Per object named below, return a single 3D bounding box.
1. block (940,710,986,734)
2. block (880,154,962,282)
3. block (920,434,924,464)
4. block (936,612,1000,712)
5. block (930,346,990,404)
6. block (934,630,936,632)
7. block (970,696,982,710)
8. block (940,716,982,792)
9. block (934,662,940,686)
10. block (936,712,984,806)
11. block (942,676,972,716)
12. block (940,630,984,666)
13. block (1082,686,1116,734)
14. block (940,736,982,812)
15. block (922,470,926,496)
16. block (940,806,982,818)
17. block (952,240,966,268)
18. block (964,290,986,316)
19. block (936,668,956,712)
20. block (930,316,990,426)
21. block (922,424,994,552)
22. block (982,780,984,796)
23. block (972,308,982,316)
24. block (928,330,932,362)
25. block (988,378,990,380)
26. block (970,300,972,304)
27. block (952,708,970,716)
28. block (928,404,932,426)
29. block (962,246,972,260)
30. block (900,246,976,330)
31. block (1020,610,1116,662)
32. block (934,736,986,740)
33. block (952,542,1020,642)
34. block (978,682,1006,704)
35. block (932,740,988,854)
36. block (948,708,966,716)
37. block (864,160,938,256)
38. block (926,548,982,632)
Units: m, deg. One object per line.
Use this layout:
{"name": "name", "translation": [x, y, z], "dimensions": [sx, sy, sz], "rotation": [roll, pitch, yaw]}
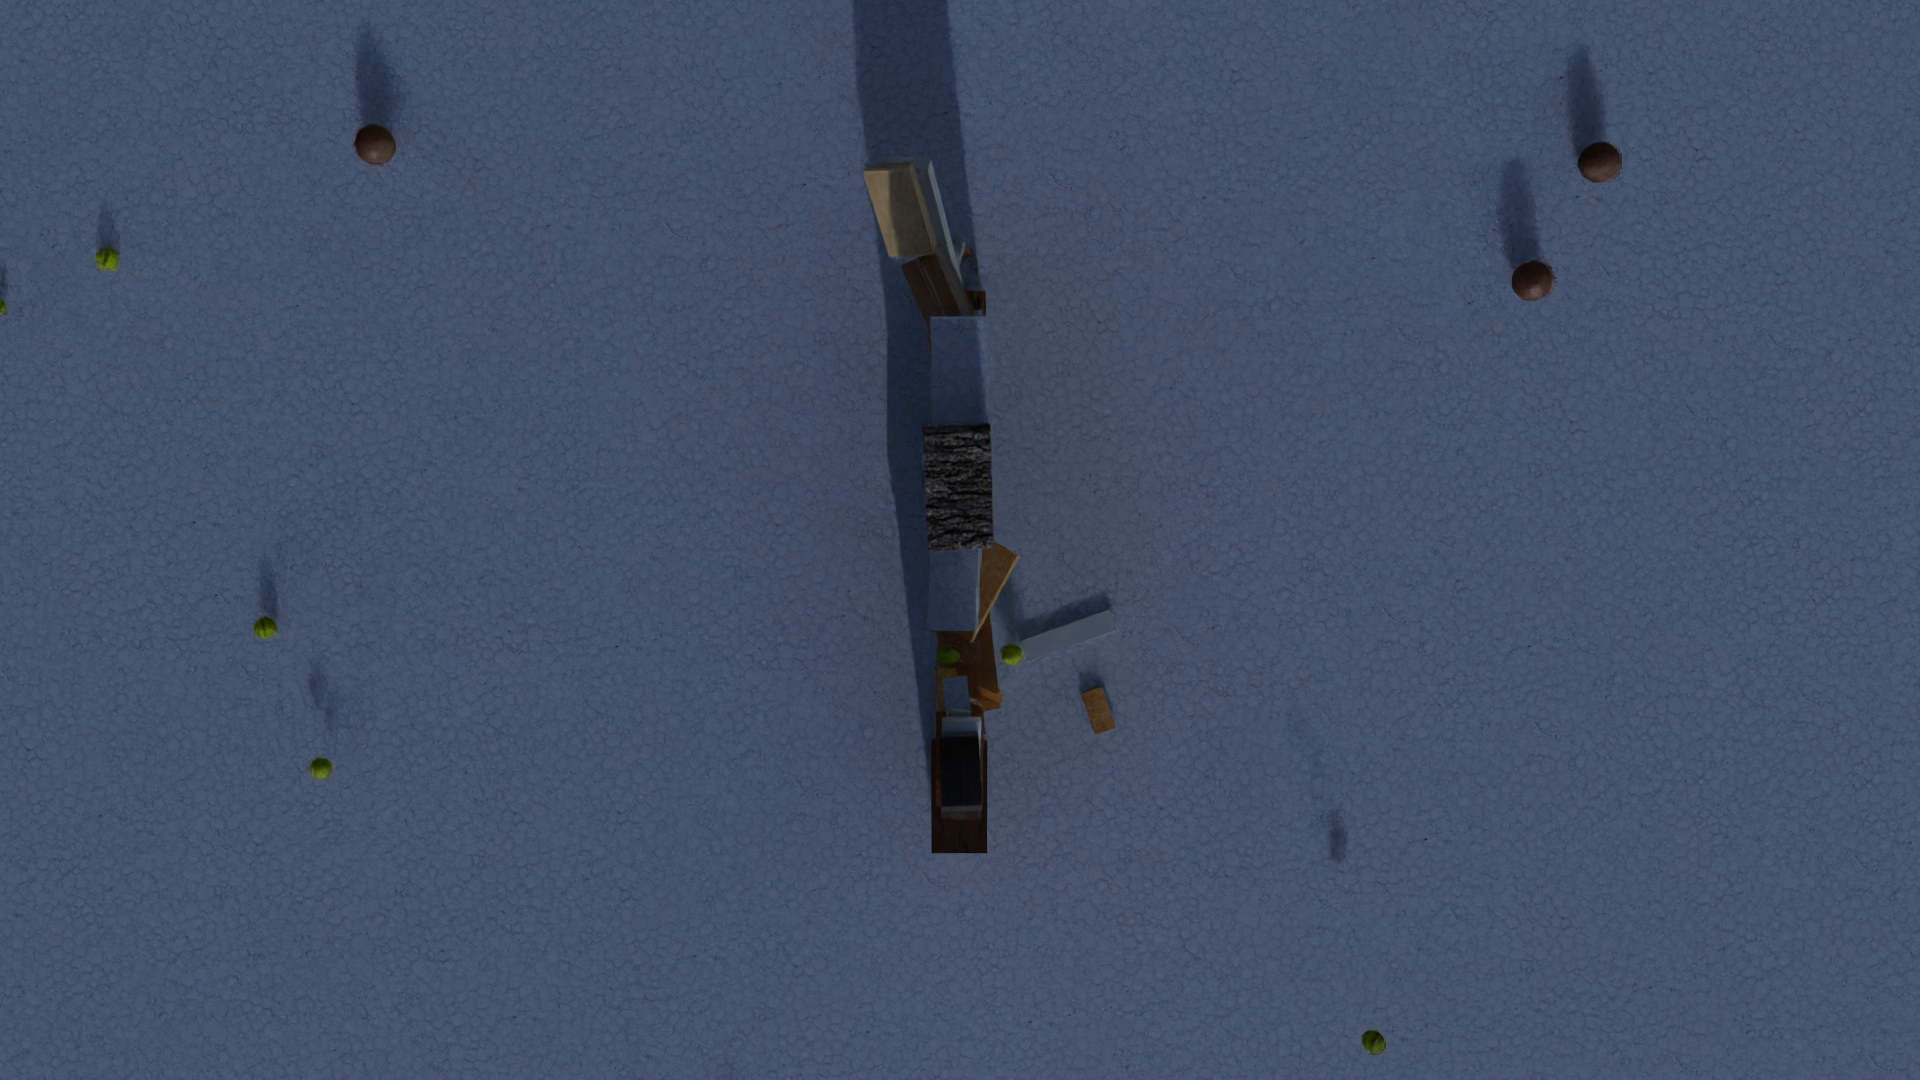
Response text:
{"name": "block", "translation": [0.006, 0.557, 5.089], "dimensions": [0.136, 0.516, 0.039], "rotation": [-7, 90, 0]}
{"name": "block", "translation": [-0.111, -0.948, 4.985], "dimensions": [0.143, 0.637, 0.041], "rotation": [9, 68, 13]}
{"name": "block", "translation": [-0.015, -0.239, 4.548], "dimensions": [0.178, 0.356, 0.050], "rotation": [-5, 82, 0]}
{"name": "block", "translation": [0.022, 0.363, 5.132], "dimensions": [0.171, 0.048, 0.341], "rotation": [-7, 90, 0]}
{"name": "block", "translation": [-0.001, -0.393, 4.751], "dimensions": [0.167, 0.047, 0.334], "rotation": [1, 90, 0]}
{"name": "block", "translation": [0.004, 0.229, 5.328], "dimensions": [0.171, 0.341, 0.048], "rotation": [0, 101, 0]}
{"name": "block", "translation": [0.017, 0.500, 5.038], "dimensions": [0.063, 0.127, 0.018], "rotation": [-14, 70, 15]}
{"name": "block", "translation": [0.002, 0.615, 4.736], "dimensions": [0.112, 0.032, 0.223], "rotation": [0, 109, -2]}
{"name": "block", "translation": [0.007, 0.447, 5.328], "dimensions": [0.171, 0.341, 0.048], "rotation": [-2, 97, 0]}
{"name": "block", "translation": [-0.001, 0.637, 4.811], "dimensions": [0.136, 0.039, 0.273], "rotation": [0, 89, 0]}
{"name": "block", "translation": [-0.008, 0.468, 4.783], "dimensions": [0.072, 0.020, 0.143], "rotation": [-6, 89, 0]}
{"name": "block", "translation": [0.001, 0.262, 5.089], "dimensions": [0.123, 0.035, 0.247], "rotation": [-4, 89, 0]}
{"name": "block", "translation": [0.460, 0.567, 5.490], "dimensions": [0.072, 0.020, 0.143], "rotation": [-20, 90, 0]}
{"name": "block", "translation": [0.001, 0.656, 4.624], "dimensions": [0.112, 0.032, 0.223], "rotation": [-2, 51, -1]}
{"name": "block", "translation": [-0.004, -0.129, 4.755], "dimensions": [0.178, 0.644, 0.050], "rotation": [-2, 83, 1]}
{"name": "block", "translation": [0.003, 0.797, 4.838], "dimensions": [0.112, 0.535, 0.032], "rotation": [0, 81, 0]}
{"name": "block", "translation": [-0.053, -0.870, 5.292], "dimensions": [0.094, 0.027, 0.189], "rotation": [14, 93, 12]}
{"name": "block", "translation": [0.001, -0.619, 5.163], "dimensions": [0.158, 0.045, 0.315], "rotation": [0, 90, 0]}
{"name": "block", "translation": [-0.042, 0.461, 5.086], "dimensions": [0.063, 0.018, 0.127], "rotation": [-2, 90, -24]}
{"name": "block", "translation": [0.000, -0.444, 4.404], "dimensions": [0.150, 0.043, 0.301], "rotation": [-1, 90, 0]}
{"name": "block", "translation": [-0.004, -0.138, 4.402], "dimensions": [0.178, 0.050, 0.356], "rotation": [-3, 122, -1]}
{"name": "block", "translation": [0.000, 0.714, 4.967], "dimensions": [0.136, 0.273, 0.039], "rotation": [0, 96, 0]}
{"name": "block", "translation": [0.020, -0.690, 5.049], "dimensions": [0.090, 0.181, 0.026], "rotation": [-7, 99, 0]}
{"name": "block", "translation": [-0.009, -0.537, 4.576], "dimensions": [0.150, 0.301, 0.043], "rotation": [0, 87, 0]}
{"name": "block", "translation": [0.003, -0.503, 4.957], "dimensions": [0.167, 0.366, 0.047], "rotation": [0, 90, 0]}
{"name": "block", "translation": [-0.004, -0.621, 4.945], "dimensions": [0.090, 0.026, 0.181], "rotation": [-5, 90, 0]}
{"name": "block", "translation": [-0.004, 0.536, 4.736], "dimensions": [0.050, 0.014, 0.101], "rotation": [7, 105, -4]}
{"name": "block", "translation": [-0.008, -0.337, 4.576], "dimensions": [0.150, 0.301, 0.043], "rotation": [-1, 87, 0]}
{"name": "block", "translation": [-0.021, -0.931, 5.398], "dimensions": [0.094, 0.189, 0.027], "rotation": [-20, 93, 10]}
{"name": "block", "translation": [-0.053, -0.710, 4.894], "dimensions": [0.143, 0.041, 0.286], "rotation": [-24, 97, 0]}
{"name": "block", "translation": [0.359, 0.317, 5.490], "dimensions": [0.316, 0.020, 0.072], "rotation": [-19, 90, 0]}
{"name": "block", "translation": [-0.002, 0.682, 5.327], "dimensions": [0.173, 0.347, 0.049], "rotation": [0, 90, 0]}
{"name": "block", "translation": [0.043, 0.142, 4.995], "dimensions": [0.148, 0.042, 0.297], "rotation": [29, 93, 14]}
{"name": "block", "translation": [0.098, 0.467, 5.037], "dimensions": [0.063, 0.127, 0.018], "rotation": [19, 74, 16]}
{"name": "block", "translation": [-0.002, 0.797, 5.129], "dimensions": [0.173, 0.049, 0.346], "rotation": [0, 90, 0]}
{"name": "block", "translation": [-0.002, 0.536, 4.762], "dimensions": [0.050, 0.014, 0.101], "rotation": [-6, 118, 0]}
{"name": "block", "translation": [-0.171, -0.953, 4.762], "dimensions": [0.143, 0.041, 0.286], "rotation": [1, 133, 22]}
{"name": "block", "translation": [-0.016, 0.124, 4.967], "dimensions": [0.148, 0.042, 0.297], "rotation": [2, 86, 13]}
